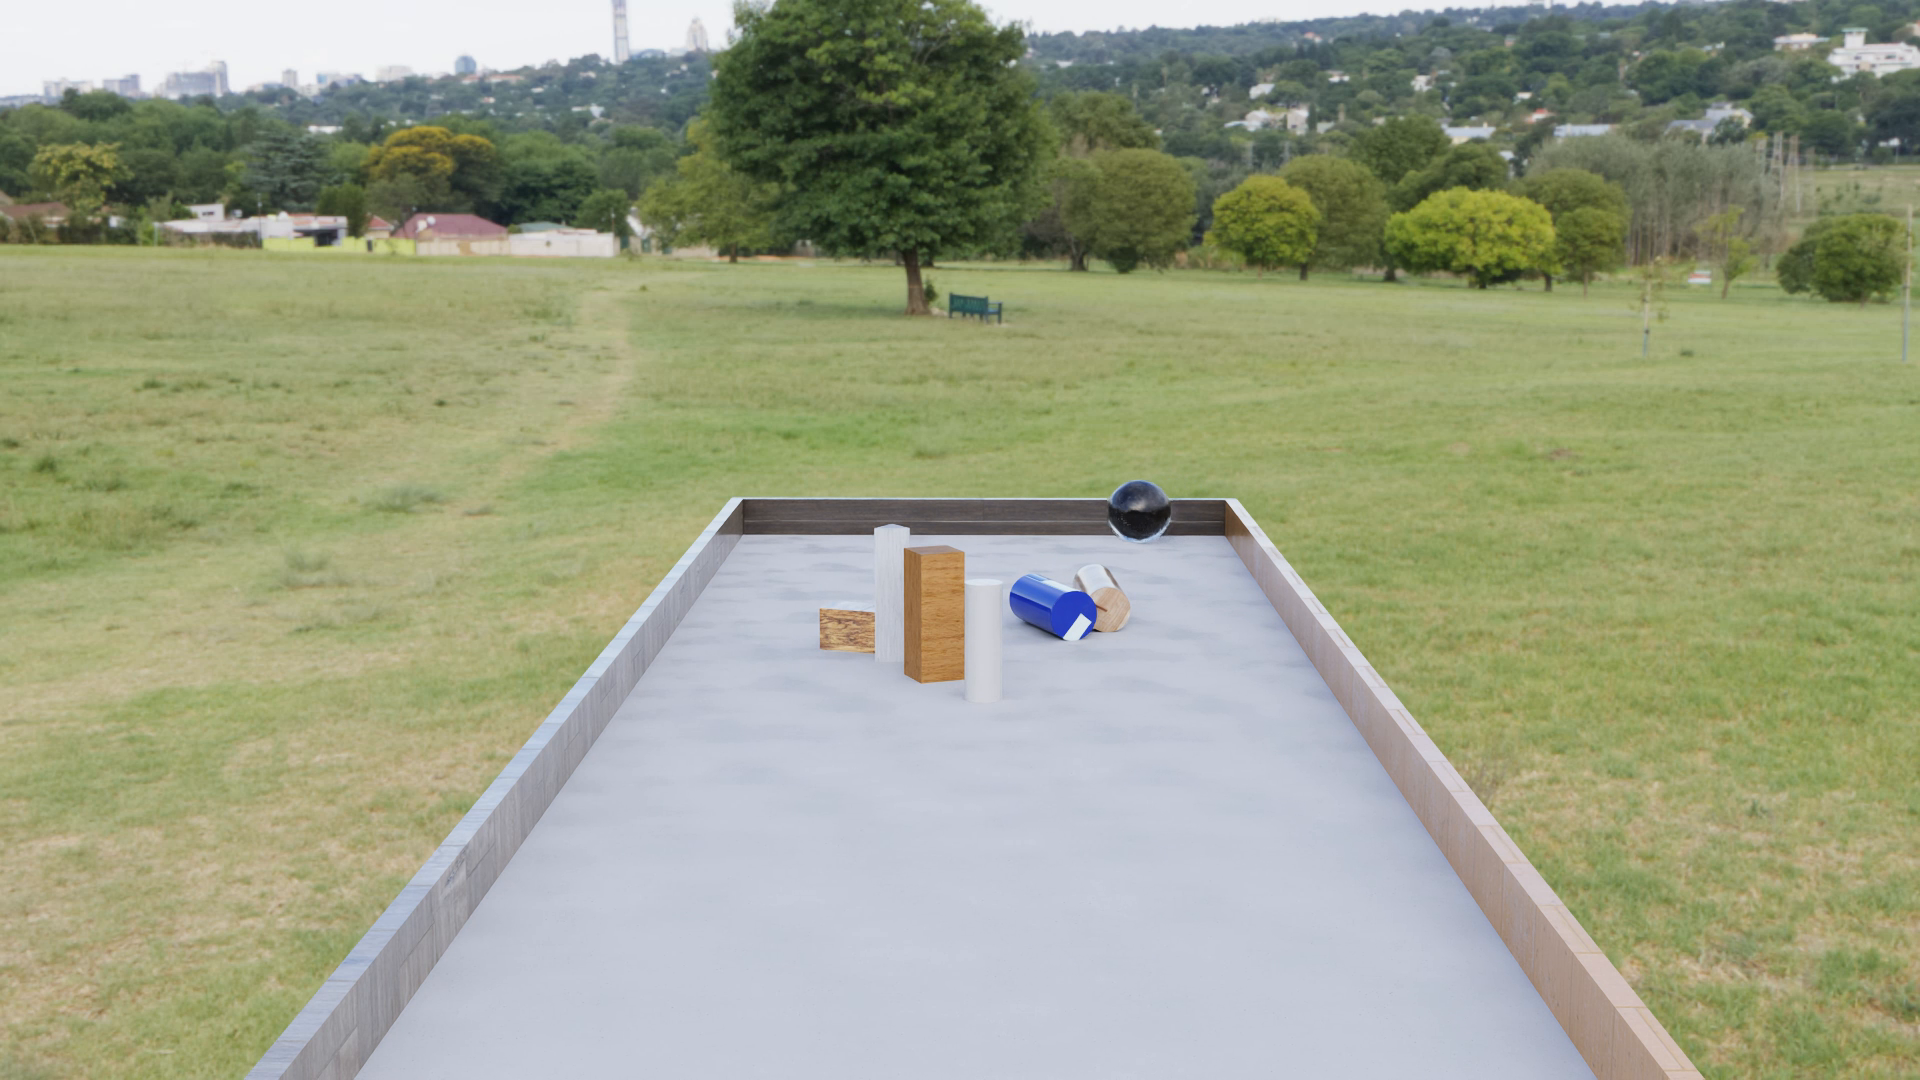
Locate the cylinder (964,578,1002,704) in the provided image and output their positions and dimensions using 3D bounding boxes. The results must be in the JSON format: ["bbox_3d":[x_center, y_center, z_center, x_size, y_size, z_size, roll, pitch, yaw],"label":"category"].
[{"bbox_3d":[0.066,0.282,6.164,0.107,0.333,0.107,0,9,0],"label":"cylinder"}]

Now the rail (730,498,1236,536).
[{"bbox_3d":[0.099,-0.098,9.147,2.100,0.150,0.050,0,9,1],"label":"rail"}]

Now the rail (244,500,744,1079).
[{"bbox_3d":[-1.004,0.839,3.234,0.050,0.150,12.000,0,9,1],"label":"rail"}]

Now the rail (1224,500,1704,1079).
[{"bbox_3d":[1.046,0.843,3.208,0.050,0.150,12.000,0,9,1],"label":"rail"}]

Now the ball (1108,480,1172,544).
[{"bbox_3d":[0.726,-0.116,8.914,0.259,0.259,0.259,0,9,0],"label":"ball"}]

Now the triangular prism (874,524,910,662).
[{"bbox_3d":[-0.206,0.160,6.694,0.104,0.409,0.090,0,9,-2],"label":"triangular prism"}]

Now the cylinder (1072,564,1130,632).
[{"bbox_3d":[0.469,0.191,7.334,0.147,0.147,0.456,0,9,-2],"label":"cylinder"}]

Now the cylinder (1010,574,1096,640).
[{"bbox_3d":[0.300,0.216,7.137,0.161,0.161,0.337,-4,10,-22],"label":"cylinder"}]

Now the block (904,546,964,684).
[{"bbox_3d":[-0.076,0.216,6.438,0.136,0.379,0.136,-4,10,-23],"label":"block"}]

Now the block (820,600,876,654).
[{"bbox_3d":[-0.217,0.279,6.835,0.422,0.130,0.130,3,10,21],"label":"block"}]
